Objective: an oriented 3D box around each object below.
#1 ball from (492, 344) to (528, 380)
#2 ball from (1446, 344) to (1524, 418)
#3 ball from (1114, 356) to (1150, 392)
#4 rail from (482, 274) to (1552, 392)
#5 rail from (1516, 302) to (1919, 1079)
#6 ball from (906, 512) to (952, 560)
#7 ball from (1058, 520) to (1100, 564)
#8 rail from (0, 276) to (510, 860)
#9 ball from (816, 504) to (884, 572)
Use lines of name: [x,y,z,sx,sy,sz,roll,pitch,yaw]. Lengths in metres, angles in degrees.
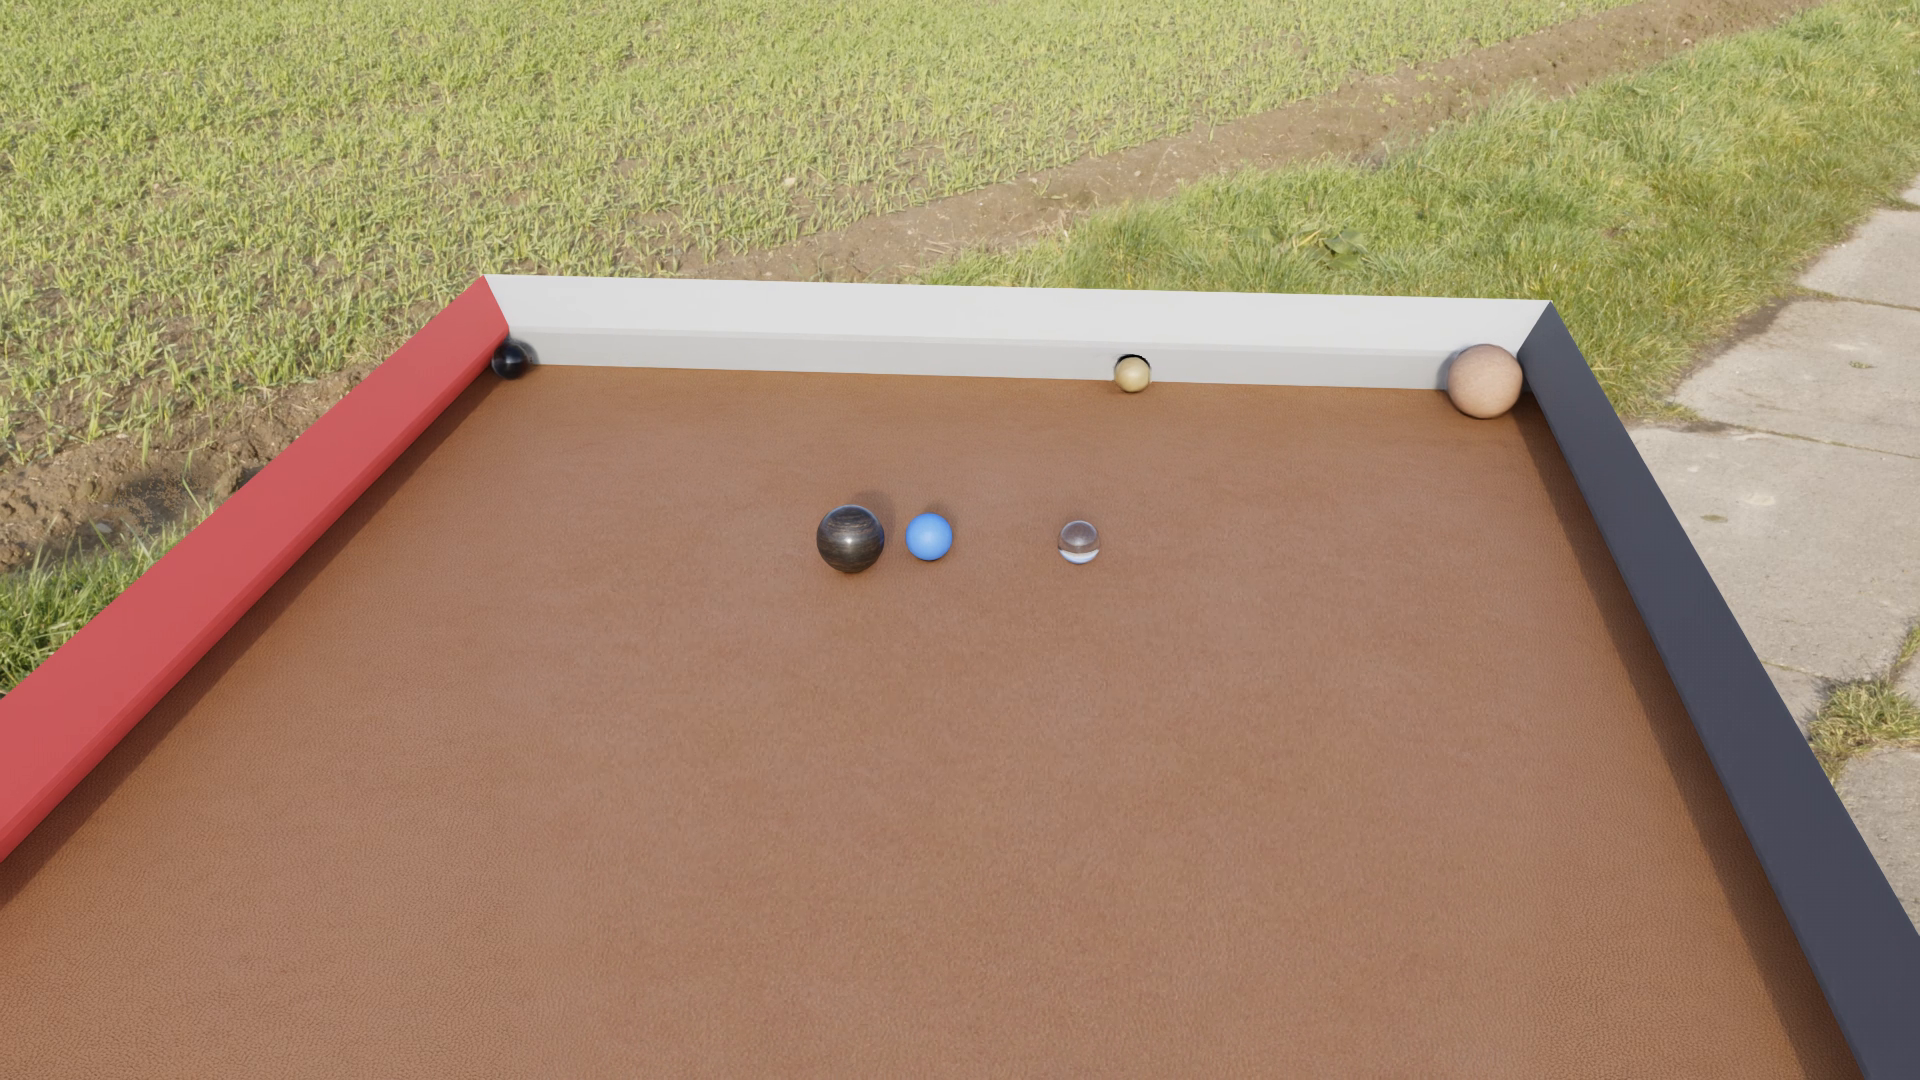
ball: [-0.605,-0.240,2.959,0.049,0.049,0.049,0,22,0]
ball: [0.668,-0.202,2.802,0.095,0.095,0.095,0,22,0]
ball: [0.227,-0.219,2.907,0.047,0.047,0.047,0,22,0]
rail: [0.059,-0.271,2.931,1.429,0.124,0.045,2,22,5]
rail: [0.626,0.236,1.665,0.045,0.124,2.658,2,22,5]
ball: [-0.033,-0.003,2.364,0.051,0.051,0.051,0,22,0]
ball: [0.127,0.002,2.355,0.047,0.047,0.047,0,22,0]
rail: [-0.749,0.188,1.783,0.045,0.124,2.658,2,22,5]
ball: [-0.116,-0.001,2.330,0.073,0.073,0.073,0,22,0]
